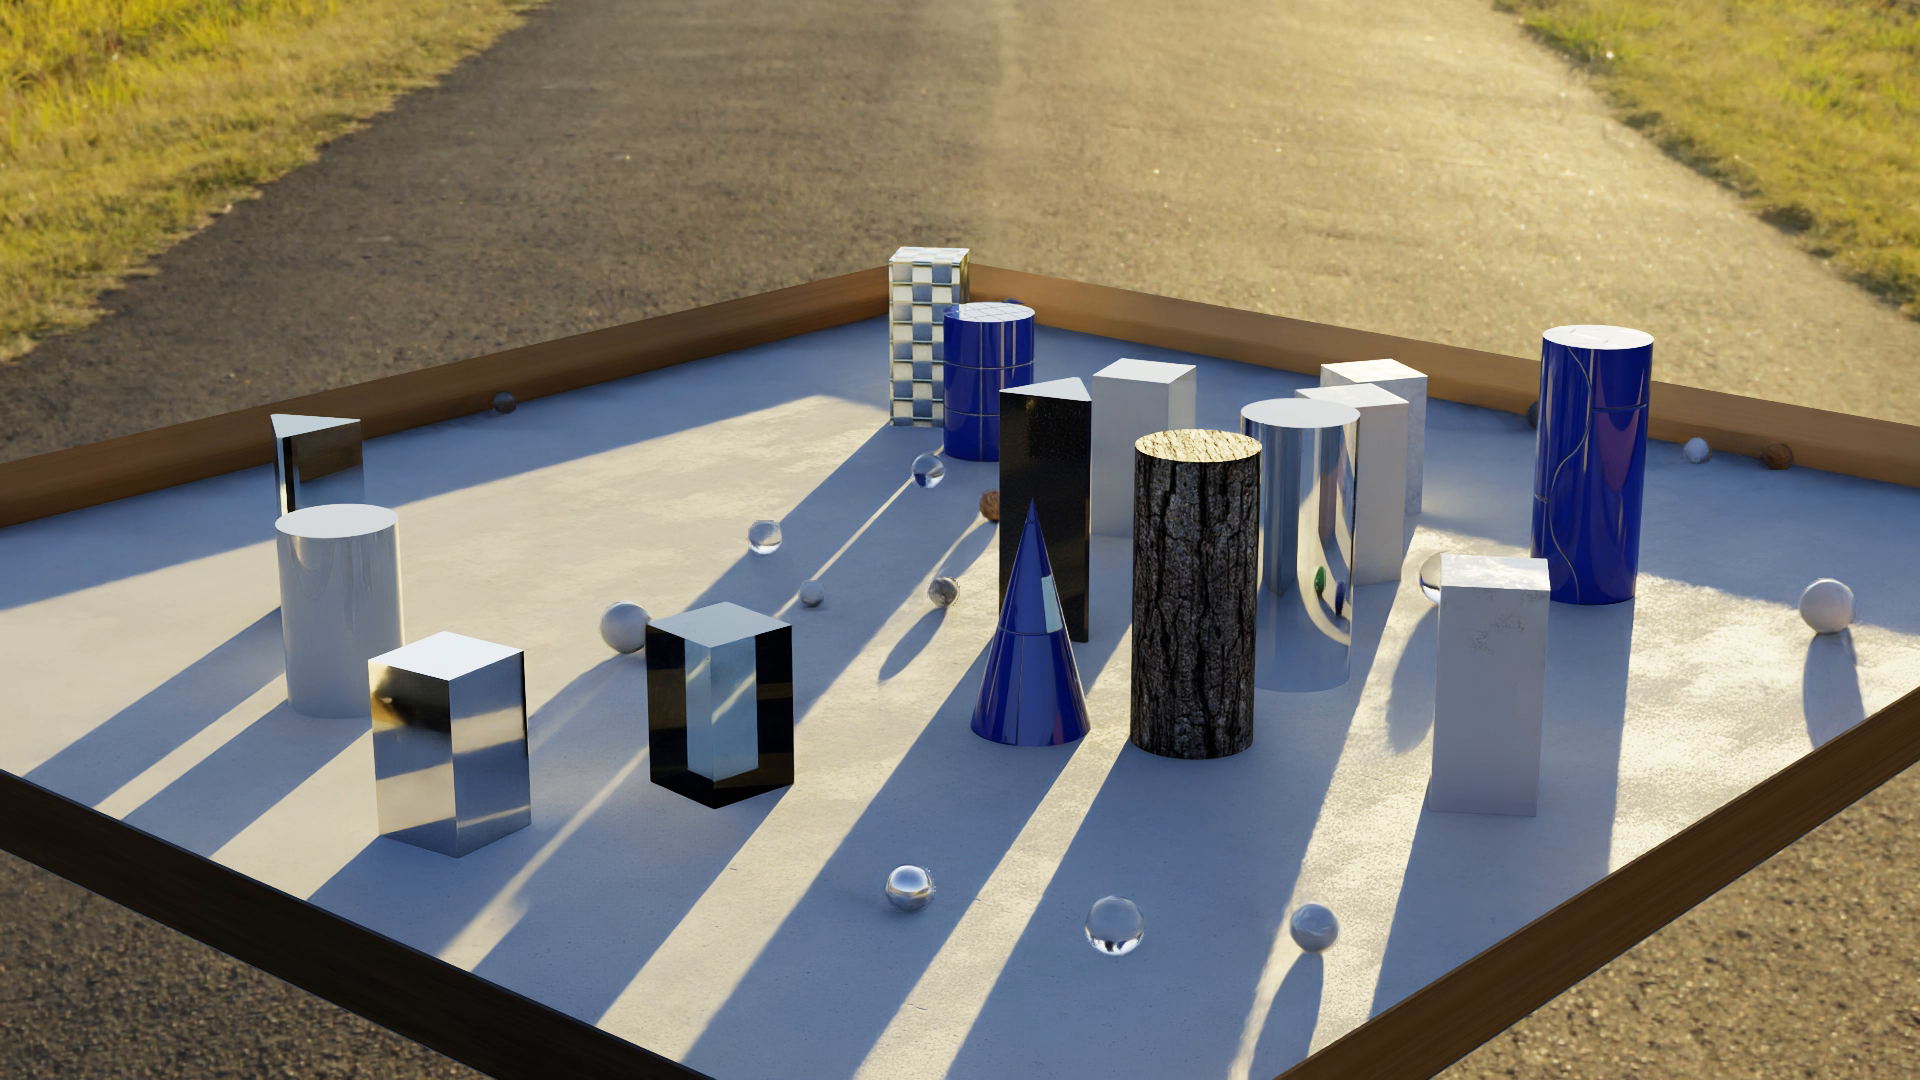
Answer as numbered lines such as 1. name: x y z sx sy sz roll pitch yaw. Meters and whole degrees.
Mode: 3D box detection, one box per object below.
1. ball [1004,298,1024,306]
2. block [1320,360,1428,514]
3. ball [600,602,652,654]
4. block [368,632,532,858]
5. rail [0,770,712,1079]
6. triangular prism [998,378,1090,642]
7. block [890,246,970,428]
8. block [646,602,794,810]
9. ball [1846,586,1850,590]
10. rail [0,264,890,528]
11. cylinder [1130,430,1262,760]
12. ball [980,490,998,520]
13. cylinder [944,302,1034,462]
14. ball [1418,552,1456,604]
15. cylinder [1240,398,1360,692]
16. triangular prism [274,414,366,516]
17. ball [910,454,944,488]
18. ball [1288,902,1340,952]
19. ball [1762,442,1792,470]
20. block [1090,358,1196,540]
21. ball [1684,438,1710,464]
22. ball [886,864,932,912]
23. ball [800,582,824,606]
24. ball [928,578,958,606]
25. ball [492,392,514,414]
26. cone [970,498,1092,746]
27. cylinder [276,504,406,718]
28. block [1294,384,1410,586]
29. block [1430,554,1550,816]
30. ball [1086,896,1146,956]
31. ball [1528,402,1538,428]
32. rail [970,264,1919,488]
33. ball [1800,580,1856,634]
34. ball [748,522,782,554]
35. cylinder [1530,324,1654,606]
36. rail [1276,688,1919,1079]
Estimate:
1. ball: 0.126 -0.553 7.136 0.072 0.072 0.072 0 17 0
2. block: 0.786 -0.193 5.606 0.149 0.269 0.149 -6 18 -19
3. ball: -0.547 0.144 4.810 0.086 0.086 0.086 0 17 0
4. block: -0.705 0.281 4.058 0.149 0.258 0.149 11 20 32
5. rail: -1.126 0.406 3.880 3.230 0.121 0.045 14 22 39
6. triangular prism: 0.166 -0.056 4.903 0.161 0.413 0.140 8 18 24
7. block: -0.064 -0.432 6.245 0.149 0.357 0.149 2 17 8
8. block: -0.346 0.237 4.232 0.149 0.243 0.149 -15 23 -41
9. ball: 1.495 0.101 5.004 0.056 0.056 0.056 0 17 0
10. rail: -1.201 -0.272 6.119 0.045 0.121 3.482 14 22 39
11. cylinder: 0.350 0.080 4.377 0.186 0.458 0.186 0 17 0
12. ball: 0.065 -0.065 5.550 0.057 0.057 0.057 0 17 0
13. cylinder: 0.059 -0.324 6.002 0.186 0.291 0.186 0 17 0
14. ball: 0.838 0.066 5.053 0.093 0.093 0.093 0 17 0
15. cylinder: 0.534 0.008 4.661 0.186 0.433 0.186 0 17 0
16. triangular prism: -1.116 -0.039 4.982 0.140 0.336 0.161 16 23 42
17. ball: -0.063 -0.136 5.767 0.067 0.067 0.067 0 17 0
18. ball: 0.448 0.489 3.706 0.064 0.064 0.064 0 17 0
19. ball: 1.643 -0.170 5.898 0.056 0.056 0.056 0 17 0
20. block: 0.342 -0.168 5.462 0.149 0.304 0.149 7 18 23
21. ball: 1.494 -0.181 5.943 0.052 0.052 0.052 0 17 0
22. ball: -0.066 0.454 3.826 0.061 0.061 0.061 0 17 0
23. ball: -0.255 0.092 5.057 0.042 0.042 0.042 0 17 0
24. ball: -0.030 0.090 5.050 0.050 0.050 0.050 0 17 0
25. ball: -0.986 -0.296 6.331 0.046 0.046 0.046 0 17 0
26. cone: 0.109 0.109 4.443 0.186 0.365 0.186 0 17 0
27. cylinder: -0.962 0.109 4.569 0.186 0.291 0.186 0 17 0
28. block: 0.688 -0.097 5.194 0.149 0.324 0.149 -6 18 -18
29. block: 0.752 0.206 4.173 0.149 0.336 0.149 3 17 9
30. ball: 0.196 0.486 3.696 0.075 0.075 0.075 0 17 0
31. ball: 1.231 -0.265 6.204 0.060 0.060 0.060 0 17 0
32. rail: 1.126 -0.345 6.362 3.230 0.121 0.045 14 22 39
33. ball: 1.452 0.112 4.907 0.091 0.091 0.091 0 17 0
34. ball: -0.355 -0.004 5.340 0.061 0.061 0.061 0 17 0
35. cylinder: 1.092 -0.131 5.084 0.186 0.453 0.186 0 17 0
36. rail: 1.201 0.332 4.123 0.045 0.121 3.482 14 22 39
